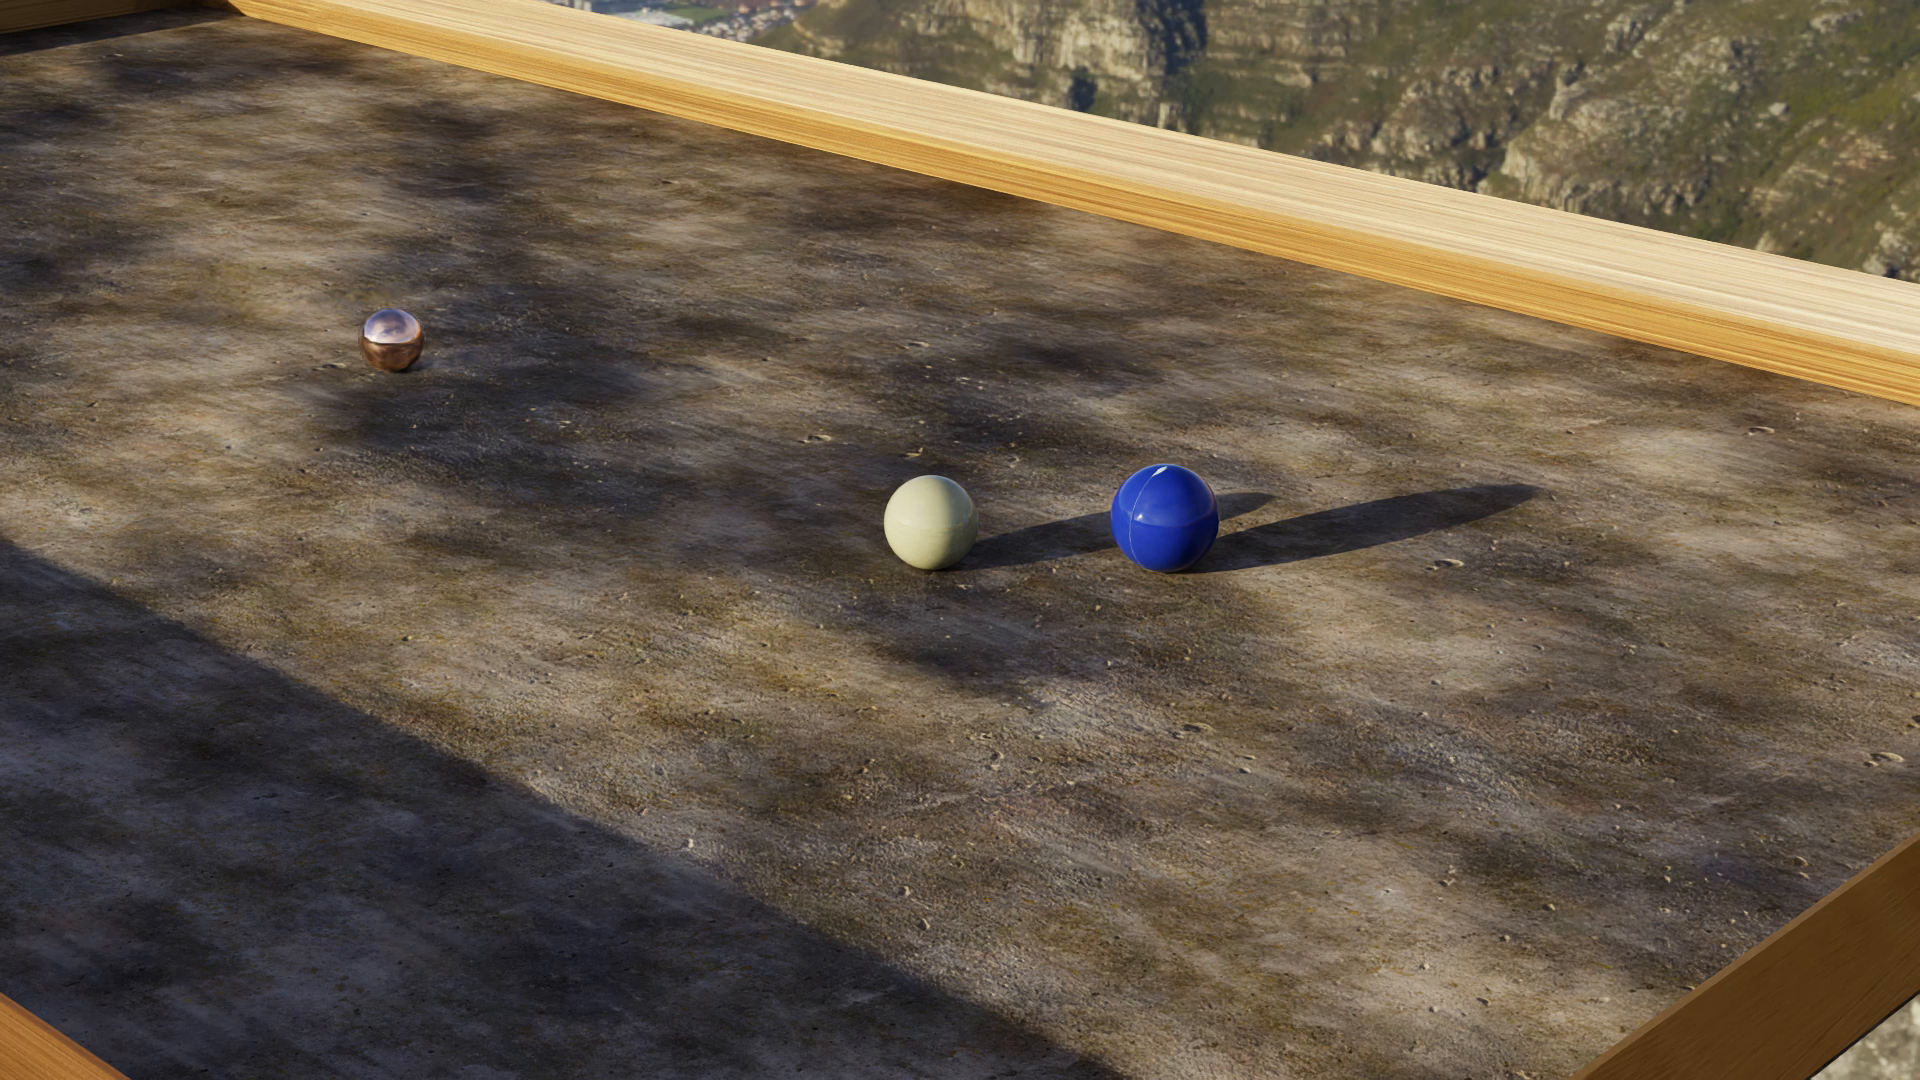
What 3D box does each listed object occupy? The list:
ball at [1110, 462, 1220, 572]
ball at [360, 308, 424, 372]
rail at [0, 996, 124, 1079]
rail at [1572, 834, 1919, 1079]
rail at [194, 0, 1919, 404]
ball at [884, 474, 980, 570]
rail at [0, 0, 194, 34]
[{"bbox_3d":[0.184,-0.020,2.641,0.098,0.098,0.098,0,21,0],"label":"ball"},{"bbox_3d":[-0.616,-0.217,3.193,0.068,0.068,0.068,0,21,0],"label":"ball"},{"bbox_3d":[-1.407,0.019,2.497,3.811,0.128,0.045,19,28,40],"label":"rail"},{"bbox_3d":[0.675,0.212,1.996,0.045,0.128,2.128,19,28,40],"label":"rail"},{"bbox_3d":[0.022,-0.526,3.907,3.811,0.128,0.045,19,28,40],"label":"rail"},{"bbox_3d":[-0.026,-0.016,2.648,0.086,0.086,0.086,0,21,0],"label":"ball"},{"bbox_3d":[-2.060,-0.720,4.408,0.045,0.128,2.128,19,28,40],"label":"rail"}]
